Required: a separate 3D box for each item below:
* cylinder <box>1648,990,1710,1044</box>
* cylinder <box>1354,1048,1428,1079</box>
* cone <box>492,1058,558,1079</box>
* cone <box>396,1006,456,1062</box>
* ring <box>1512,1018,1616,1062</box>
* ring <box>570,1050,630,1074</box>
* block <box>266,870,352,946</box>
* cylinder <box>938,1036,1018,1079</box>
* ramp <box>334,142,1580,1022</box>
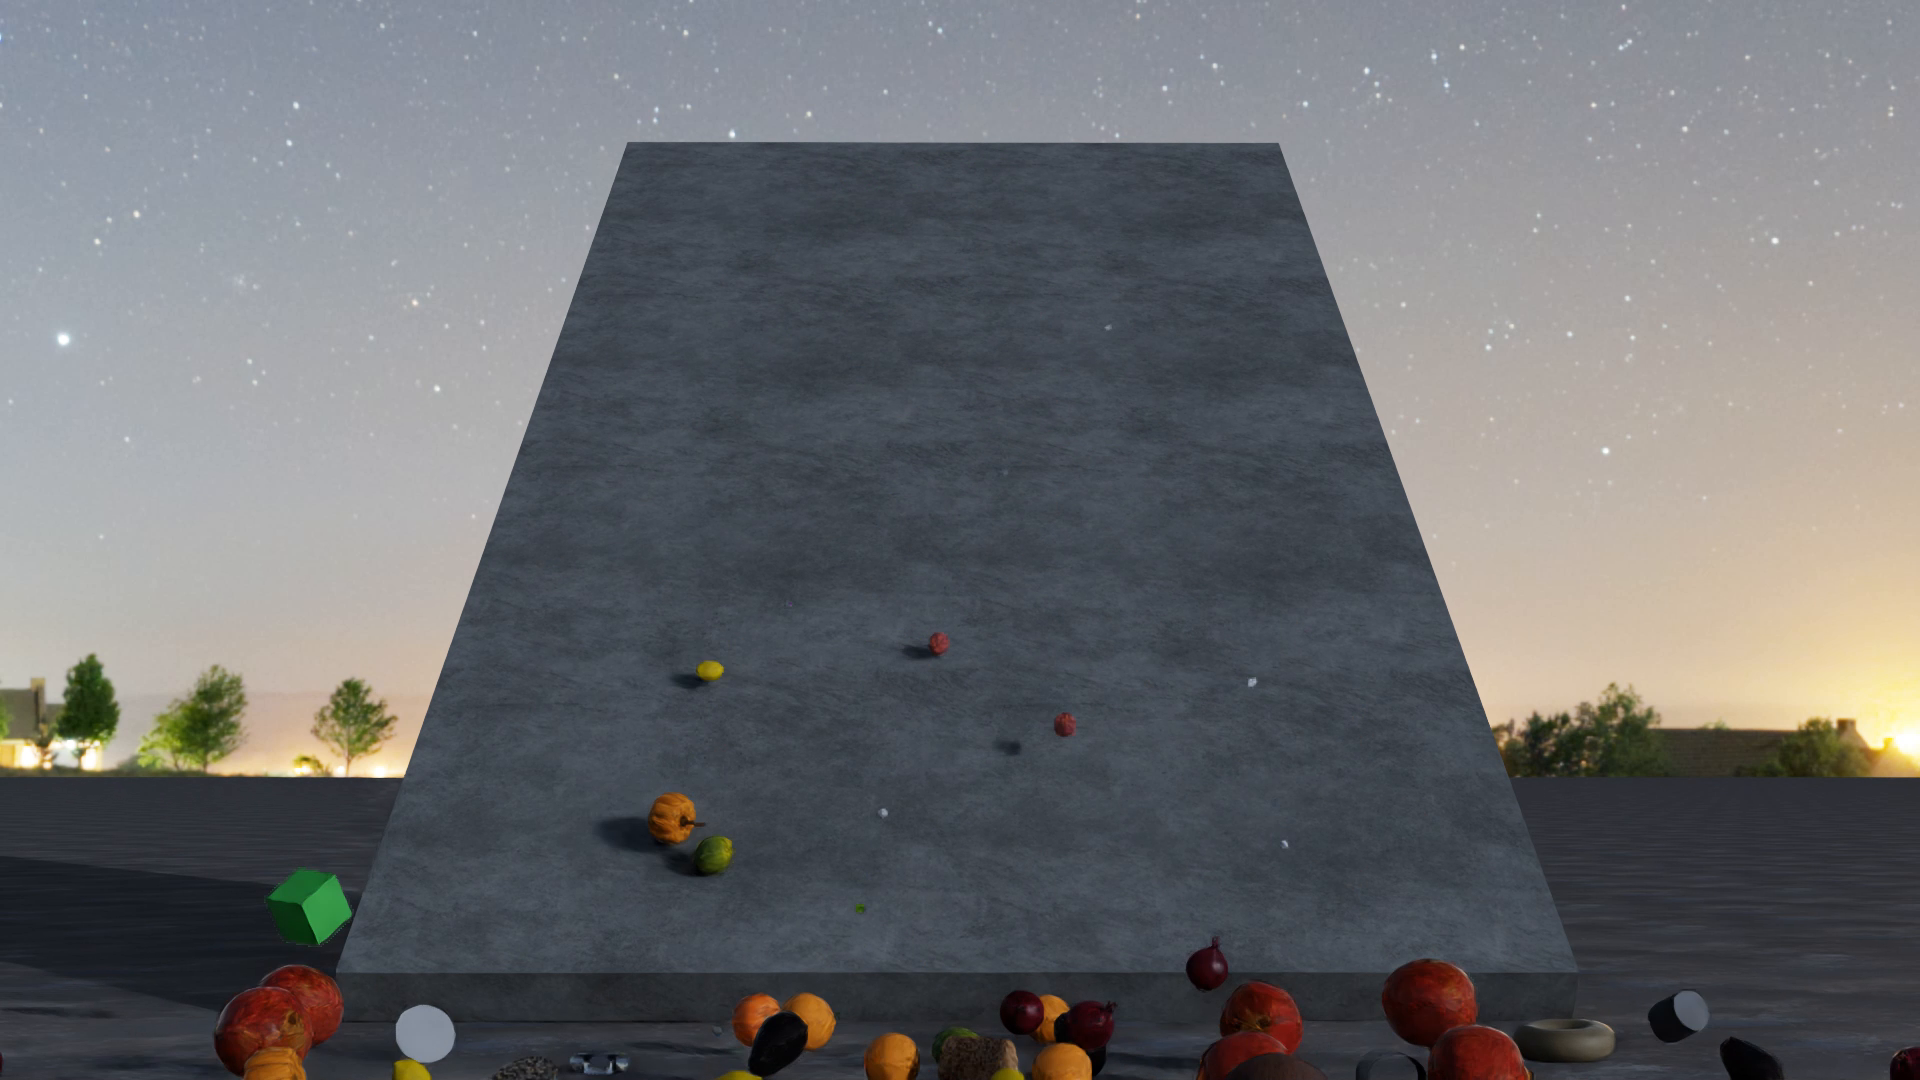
[{"bbox_3d":[1.053,0.698,3.510,0.061,0.061,0.061,2,-29,-24],"label":"cylinder"},{"bbox_3d":[0.517,0.648,2.868,0.071,0.071,0.071,0,-5,-5],"label":"cylinder"},{"bbox_3d":[-0.468,0.618,2.616,0.074,0.074,0.074,-7,26,3],"label":"cone"},{"bbox_3d":[-0.770,0.716,3.398,0.085,0.085,0.085,3,-33,-28],"label":"cone"},{"bbox_3d":[0.858,0.711,3.400,0.143,0.048,0.143,-3,-3,0],"label":"ring"},{"bbox_3d":[-0.488,0.707,3.241,0.082,0.027,0.082,1,-6,0],"label":"ring"},{"bbox_3d":[-0.996,0.562,3.669,0.077,0.077,0.077,2,30,32],"label":"block"},{"bbox_3d":[0.023,0.658,2.991,0.074,0.074,0.074,-3,-6,27],"label":"cylinder"},{"bbox_3d":[-0.012,-0.219,5.628,2.000,0.100,4.000,0,29,0],"label":"ramp"}]
